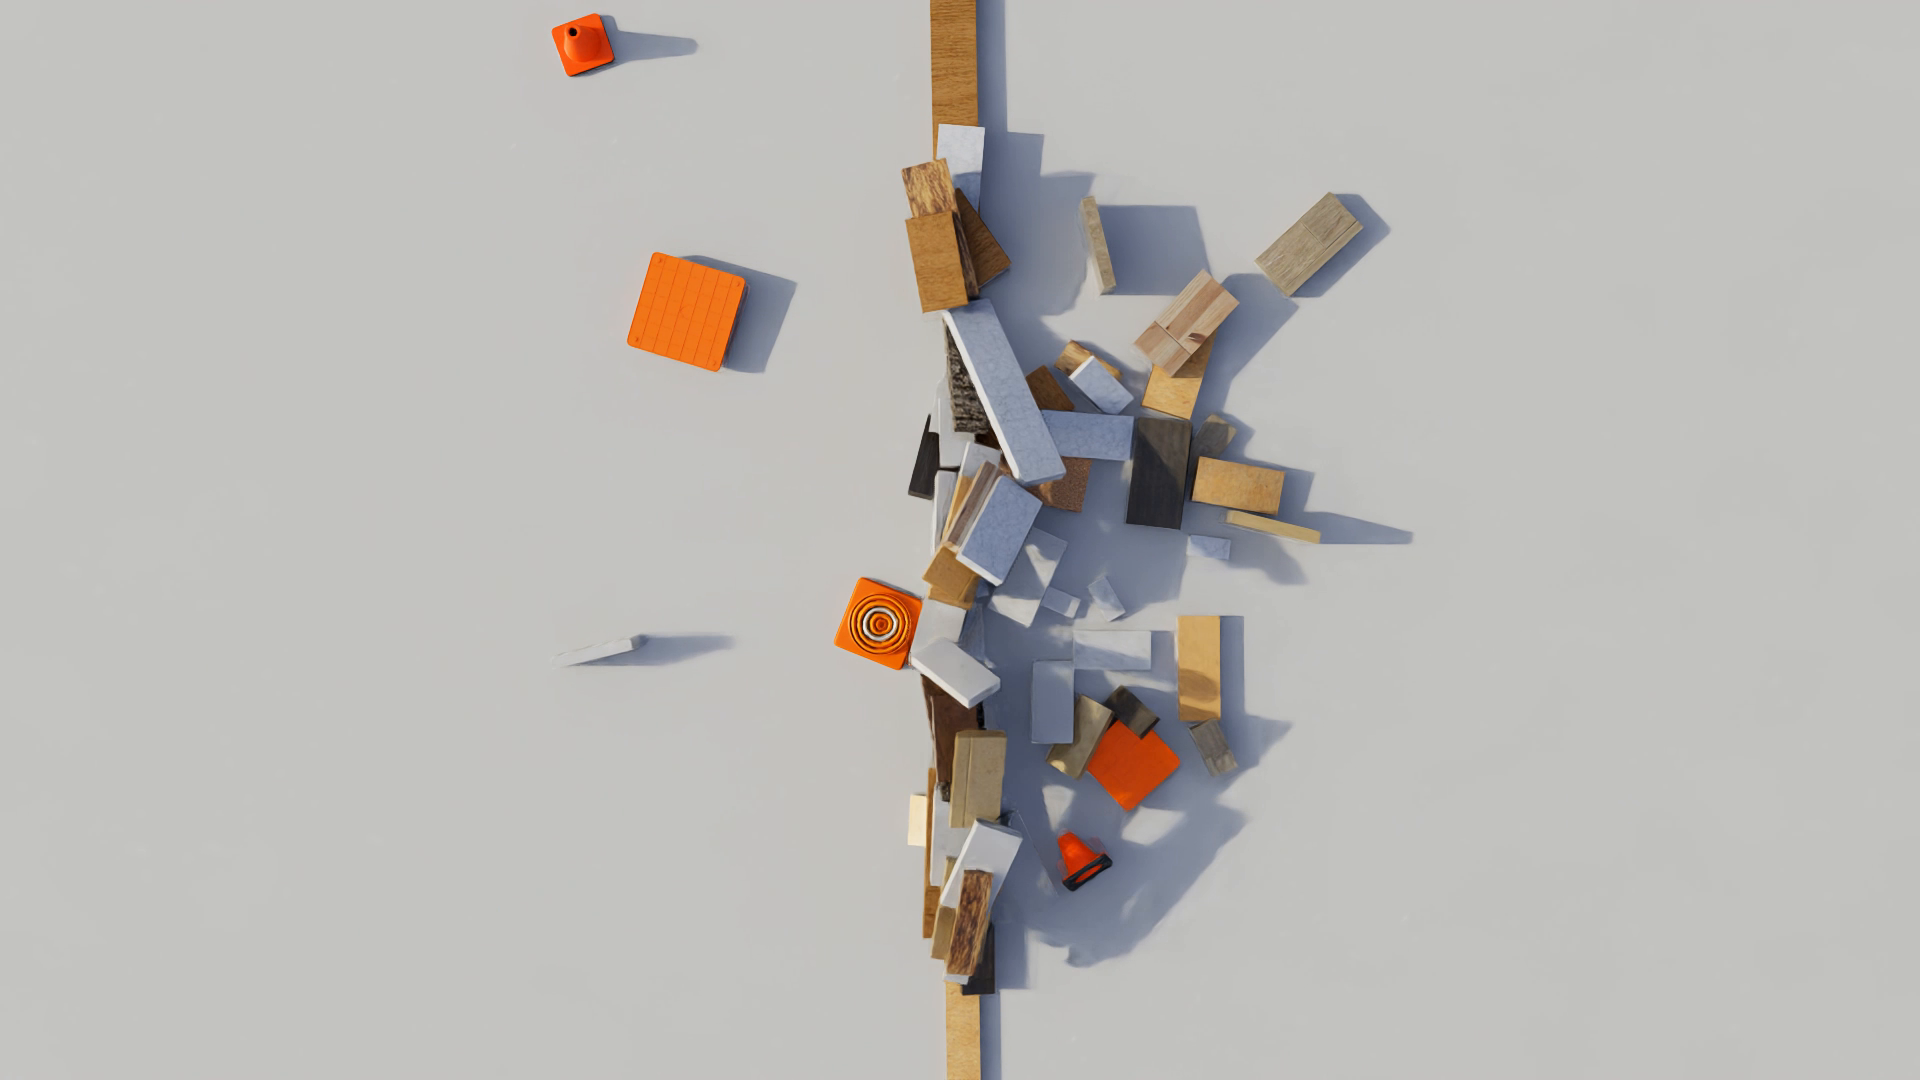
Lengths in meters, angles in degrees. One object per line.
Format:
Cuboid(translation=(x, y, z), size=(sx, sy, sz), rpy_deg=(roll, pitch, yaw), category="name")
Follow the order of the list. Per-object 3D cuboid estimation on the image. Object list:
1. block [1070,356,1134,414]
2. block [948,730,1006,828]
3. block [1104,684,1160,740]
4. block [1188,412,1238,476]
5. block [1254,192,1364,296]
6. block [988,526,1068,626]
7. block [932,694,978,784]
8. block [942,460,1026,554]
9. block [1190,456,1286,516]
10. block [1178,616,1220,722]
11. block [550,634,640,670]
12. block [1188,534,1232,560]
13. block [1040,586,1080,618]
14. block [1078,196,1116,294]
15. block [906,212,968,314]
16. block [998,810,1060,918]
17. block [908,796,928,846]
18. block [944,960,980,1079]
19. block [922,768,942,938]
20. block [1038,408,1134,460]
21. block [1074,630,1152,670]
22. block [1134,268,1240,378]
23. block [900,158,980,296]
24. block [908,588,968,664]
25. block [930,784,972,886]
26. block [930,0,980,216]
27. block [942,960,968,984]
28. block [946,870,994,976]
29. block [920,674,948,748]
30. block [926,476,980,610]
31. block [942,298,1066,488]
Cuboid(translation=(0.467, -0.502, 5.433), size=(0.104, 0.029, 0.208), rpy_deg=(-45, 116, 8), category="block")
Cuboid(translation=(0.054, 0.749, 5.148), size=(0.153, 0.043, 0.324), rpy_deg=(1, 113, -10), category="block")
Cuboid(translation=(0.564, 0.566, 5.432), size=(0.091, 0.026, 0.183), rpy_deg=(-47, 52, -2), category="block")
Cuboid(translation=(0.821, -0.308, 5.485), size=(0.104, 0.029, 0.208), rpy_deg=(34, 90, 0), category="block")
Cuboid(translation=(1.158, -0.982, 5.477), size=(0.330, 0.047, 0.165), rpy_deg=(-43, 90, 0), category="block")
Cuboid(translation=(0.225, 0.116, 5.467), size=(0.153, 0.043, 0.307), rpy_deg=(24, 90, 8), category="block")
Cuboid(translation=(-0.013, 0.622, 5.194), size=(0.136, 0.039, 0.273), rpy_deg=(-3, 87, -9), category="block")
Cuboid(translation=(0.079, -0.078, 5.186), size=(0.159, 0.045, 0.318), rpy_deg=(33, 62, -12), category="block")
Cuboid(translation=(0.918, -0.179, 5.461), size=(0.292, 0.041, 0.146), rpy_deg=(10, 93, -6), category="block")
Cuboid(translation=(0.794, 0.426, 5.481), size=(0.135, 0.038, 0.347), rpy_deg=(-1, 90, 0), category="block")
Cuboid(translation=(-1.199, 0.368, 5.432), size=(0.270, 0.135, 0.038), rpy_deg=(-14, 92, 0), category="block")
Cuboid(translation=(0.829, 0.024, 5.490), size=(0.137, 0.019, 0.068), rpy_deg=(8, 90, 0), category="block")
Cuboid(translation=(0.326, 0.203, 5.490), size=(0.137, 0.019, 0.068), rpy_deg=(23, 90, 0), category="block")
Cuboid(translation=(0.451, -0.968, 5.425), size=(0.042, 0.150, 0.300), rpy_deg=(-14, 90, 0), category="block")
Cuboid(translation=(-0.074, -0.899, 5.340), size=(0.151, 0.043, 0.302), rpy_deg=(-10, 102, 4), category="block")
Cuboid(translation=(0.202, 1.073, 5.482), size=(0.127, 0.036, 0.331), rpy_deg=(-25, 90, 0), category="block")
Cuboid(translation=(-0.129, 0.930, 5.459), size=(0.081, 0.023, 0.161), rpy_deg=(-1, 83, 37), category="block")
Cuboid(translation=(0.006, 1.405, 5.484), size=(0.111, 0.031, 1.001), rpy_deg=(-1, 90, 0), category="block")
Cuboid(translation=(-0.029, 1.025, 5.402), size=(0.165, 0.047, 0.548), rpy_deg=(2, 84, -6), category="block")
Cuboid(translation=(0.405, -0.346, 5.427), size=(0.328, 0.041, 0.146), rpy_deg=(3, 98, -15), category="block")
Cuboid(translation=(0.505, 0.365, 5.482), size=(0.255, 0.036, 0.127), rpy_deg=(1, 90, 0), category="block")
Cuboid(translation=(0.745, -0.713, 5.430), size=(0.165, 0.047, 0.330), rpy_deg=(43, 90, 0), category="block")
Cuboid(translation=(-0.063, -1.002, 5.364), size=(0.150, 0.042, 0.449), rpy_deg=(-14, 104, 5), category="block")
Cuboid(translation=(-0.064, 0.279, 5.406), size=(0.144, 0.041, 0.288), rpy_deg=(12, 64, 7), category="block")
Cuboid(translation=(-0.006, 0.950, 5.308), size=(0.165, 0.047, 0.330), rpy_deg=(1, 104, -6), category="block")
Cuboid(translation=(-0.017, -1.449, 5.479), size=(0.151, 0.043, 1.115), rpy_deg=(-1, 90, 0), category="block")
Cuboid(translation=(0.004, 1.349, 5.305), size=(0.081, 0.023, 0.161), rpy_deg=(15, 107, -10), category="block")
Cuboid(translation=(0.030, 1.217, 5.236), size=(0.091, 0.026, 0.366), rpy_deg=(8, 108, -7), category="block")
Cuboid(translation=(-0.037, 0.551, 5.285), size=(0.136, 0.039, 0.273), rpy_deg=(-7, 66, -9), category="block")
Cuboid(translation=(0.016, 0.010, 5.260), size=(0.144, 0.041, 0.405), rpy_deg=(17, 83, -14), category="block")
Cuboid(translation=(0.142, -0.481, 5.348), size=(0.159, 0.045, 0.664), rpy_deg=(-14, 71, -26), category="block")
